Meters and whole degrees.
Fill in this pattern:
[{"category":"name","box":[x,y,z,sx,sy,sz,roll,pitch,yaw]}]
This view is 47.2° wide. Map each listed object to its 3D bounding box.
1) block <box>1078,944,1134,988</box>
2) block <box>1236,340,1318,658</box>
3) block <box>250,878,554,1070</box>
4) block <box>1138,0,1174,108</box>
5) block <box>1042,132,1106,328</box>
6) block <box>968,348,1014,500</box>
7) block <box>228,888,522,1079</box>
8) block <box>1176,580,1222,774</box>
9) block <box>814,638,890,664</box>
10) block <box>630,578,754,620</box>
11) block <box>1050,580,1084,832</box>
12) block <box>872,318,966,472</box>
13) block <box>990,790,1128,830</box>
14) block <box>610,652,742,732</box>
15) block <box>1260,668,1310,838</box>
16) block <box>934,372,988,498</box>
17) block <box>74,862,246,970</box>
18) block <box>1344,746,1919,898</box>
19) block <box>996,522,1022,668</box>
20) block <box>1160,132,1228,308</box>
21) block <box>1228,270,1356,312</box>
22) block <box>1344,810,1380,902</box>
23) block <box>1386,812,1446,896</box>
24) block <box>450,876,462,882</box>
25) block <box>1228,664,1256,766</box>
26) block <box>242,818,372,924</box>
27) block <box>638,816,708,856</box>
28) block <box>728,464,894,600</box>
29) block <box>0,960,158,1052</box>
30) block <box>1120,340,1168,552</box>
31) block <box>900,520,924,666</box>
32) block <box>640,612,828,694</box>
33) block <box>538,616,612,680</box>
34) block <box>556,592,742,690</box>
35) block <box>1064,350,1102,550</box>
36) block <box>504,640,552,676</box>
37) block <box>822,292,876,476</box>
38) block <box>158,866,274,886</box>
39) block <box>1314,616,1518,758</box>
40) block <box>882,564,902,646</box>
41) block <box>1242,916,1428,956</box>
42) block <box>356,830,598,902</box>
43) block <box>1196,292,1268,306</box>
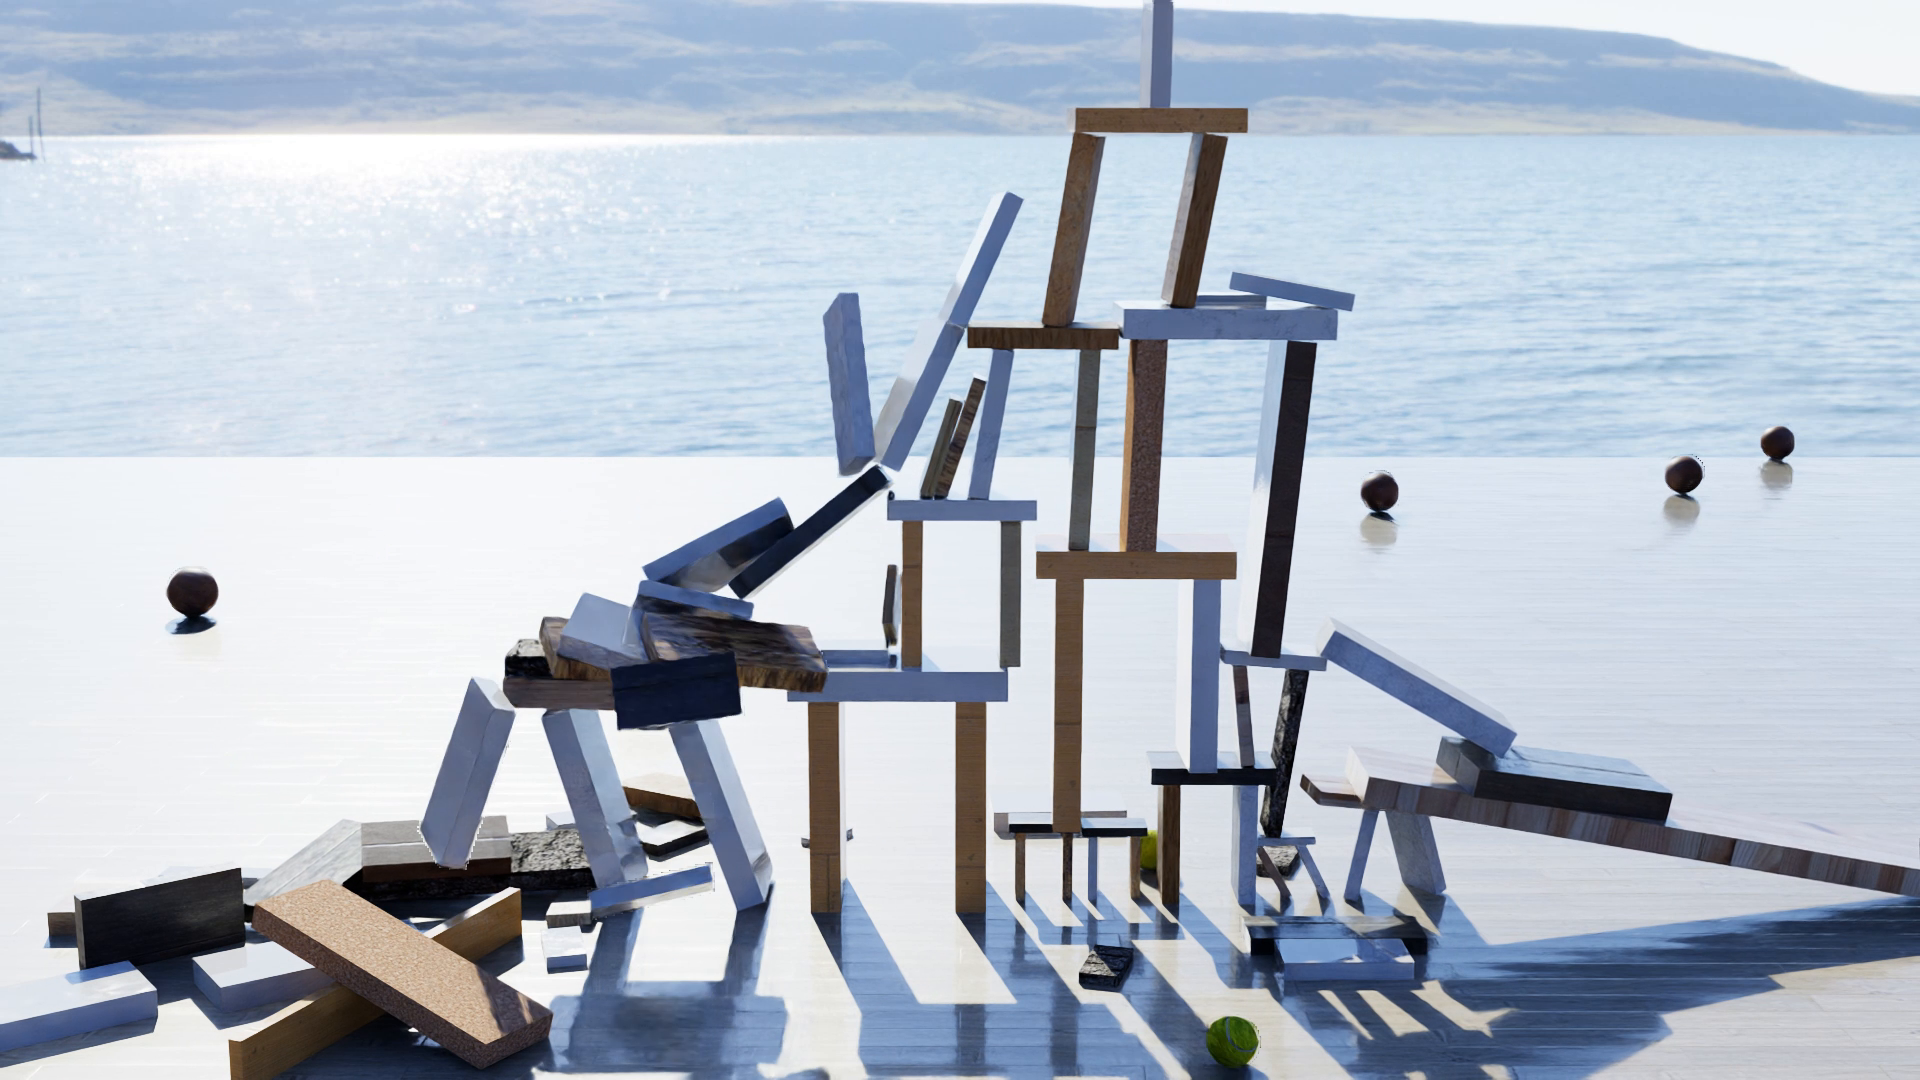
[{"category":"block","box":[0.222,0.644,3.331,0.059,0.017,0.119,3,11,16]},{"category":"block","box":[0.510,-0.076,3.553,0.047,0.507,0.167,5,10,-2]},{"category":"block","box":[-0.794,0.609,3.120,0.448,0.040,0.140,23,18,26]},{"category":"block","box":[0.305,-0.784,3.410,0.032,0.223,0.112,0,11,-4]},{"category":"block","box":[0.180,-0.491,3.476,0.038,0.297,0.133,11,12,7]},{"category":"block","box":[0.049,-0.192,3.520,0.034,0.238,0.119,10,10,-2]},{"category":"block","box":[-0.829,0.641,3.192,0.021,0.074,0.643,4,11,23]},{"category":"block","box":[0.389,0.205,3.597,0.045,0.319,0.159,0,11,-2]},{"category":"block","box":[-0.195,0.182,3.595,0.159,0.023,0.080,0,11,1]},{"category":"block","box":[-0.430,0.110,3.525,0.185,0.026,0.093,12,-24,-12]},{"category":"block","box":[0.174,0.254,3.610,0.045,0.419,0.159,0,11,0]},{"category":"block","box":[-0.077,-0.234,3.529,0.035,0.249,0.125,25,0,-19]},{"category":"block","box":[0.179,0.500,4.061,0.244,0.035,0.122,-1,11,-3]},{"category":"block","box":[-0.424,0.227,3.293,0.185,0.093,0.026,-7,-10,-7]},{"category":"block","box":[0.535,0.342,3.629,0.024,0.287,0.084,8,10,-1]},{"category":"block","box":[0.001,-0.170,3.526,0.023,0.196,0.080,19,10,-4]},{"category":"block","box":[-1.228,0.581,3.381,0.244,0.122,0.035,-8,13,-38]},{"category":"block","box":[1.199,0.476,3.607,1.123,0.047,0.167,10,12,-2]},{"category":"block","box":[0.079,0.077,3.569,0.034,0.238,0.119,0,11,-2]},{"category":"block","box":[0.368,-0.506,3.469,0.038,0.266,0.133,10,10,-4]},{"category":"block","box":[0.526,-0.397,3.495,0.195,0.028,0.098,11,10,4]},{"category":"block","box":[0.669,0.507,3.653,0.024,0.167,0.083,13,13,10]},{"category":"block","box":[0.758,0.506,3.671,0.024,0.167,0.083,-27,22,-25]},{"category":"block","box":[-0.818,0.528,3.639,0.049,0.014,0.097,22,31,27]},{"category":"block","box":[0.461,0.279,3.610,0.024,0.167,0.084,-6,10,1]},{"category":"block","box":[-1.041,0.550,3.595,0.135,0.038,0.269,8,26,24]},{"category":"block","box":[-0.514,0.530,3.934,0.074,0.021,0.149,8,13,36]},{"category":"block","box":[-0.237,-0.012,3.534,0.302,0.035,0.125,-39,-1,2]},{"category":"block","box":[-1.307,0.669,3.133,0.281,0.040,0.140,-8,13,-35]},{"category":"block","box":[0.294,-0.162,3.532,0.047,0.335,0.167,2,11,0]},{"category":"block","box":[-0.078,0.076,3.571,0.034,0.238,0.119,0,11,-1]},{"category":"block","box":[-0.356,0.176,3.448,0.271,0.038,0.135,6,28,-23]},{"category":"block","box":[-0.541,0.176,3.497,0.236,0.033,0.118,5,32,-26]},{"category":"block","box":[-0.477,0.174,3.466,0.288,0.038,0.135,18,28,-3]},{"category":"block","box":[0.196,-0.152,3.529,0.034,0.318,0.119,3,11,0]},{"category":"block","box":[-0.614,0.193,3.599,0.236,0.033,0.118,1,11,0]},{"category":"block","box":[-0.180,-0.251,3.555,0.032,0.274,0.112,-2,-14,-18]},{"category":"block","box":[-1.101,0.572,3.726,0.506,0.014,0.049,1,11,4]},{"category":"block","box":[0.743,0.238,3.605,0.335,0.047,0.167,30,8,2]},{"category":"block","box":[-0.113,0.109,3.661,0.017,0.061,0.122,-2,51,8]},{"category":"block","box":[0.584,0.618,3.440,0.273,0.028,0.098,0,11,0]},{"category":"block","box":[-0.810,0.543,3.682,0.427,0.038,0.135,-3,22,-1]},{"category":"block","box":[0.426,-0.386,3.516,0.119,0.017,0.059,0,11,-3]}]
